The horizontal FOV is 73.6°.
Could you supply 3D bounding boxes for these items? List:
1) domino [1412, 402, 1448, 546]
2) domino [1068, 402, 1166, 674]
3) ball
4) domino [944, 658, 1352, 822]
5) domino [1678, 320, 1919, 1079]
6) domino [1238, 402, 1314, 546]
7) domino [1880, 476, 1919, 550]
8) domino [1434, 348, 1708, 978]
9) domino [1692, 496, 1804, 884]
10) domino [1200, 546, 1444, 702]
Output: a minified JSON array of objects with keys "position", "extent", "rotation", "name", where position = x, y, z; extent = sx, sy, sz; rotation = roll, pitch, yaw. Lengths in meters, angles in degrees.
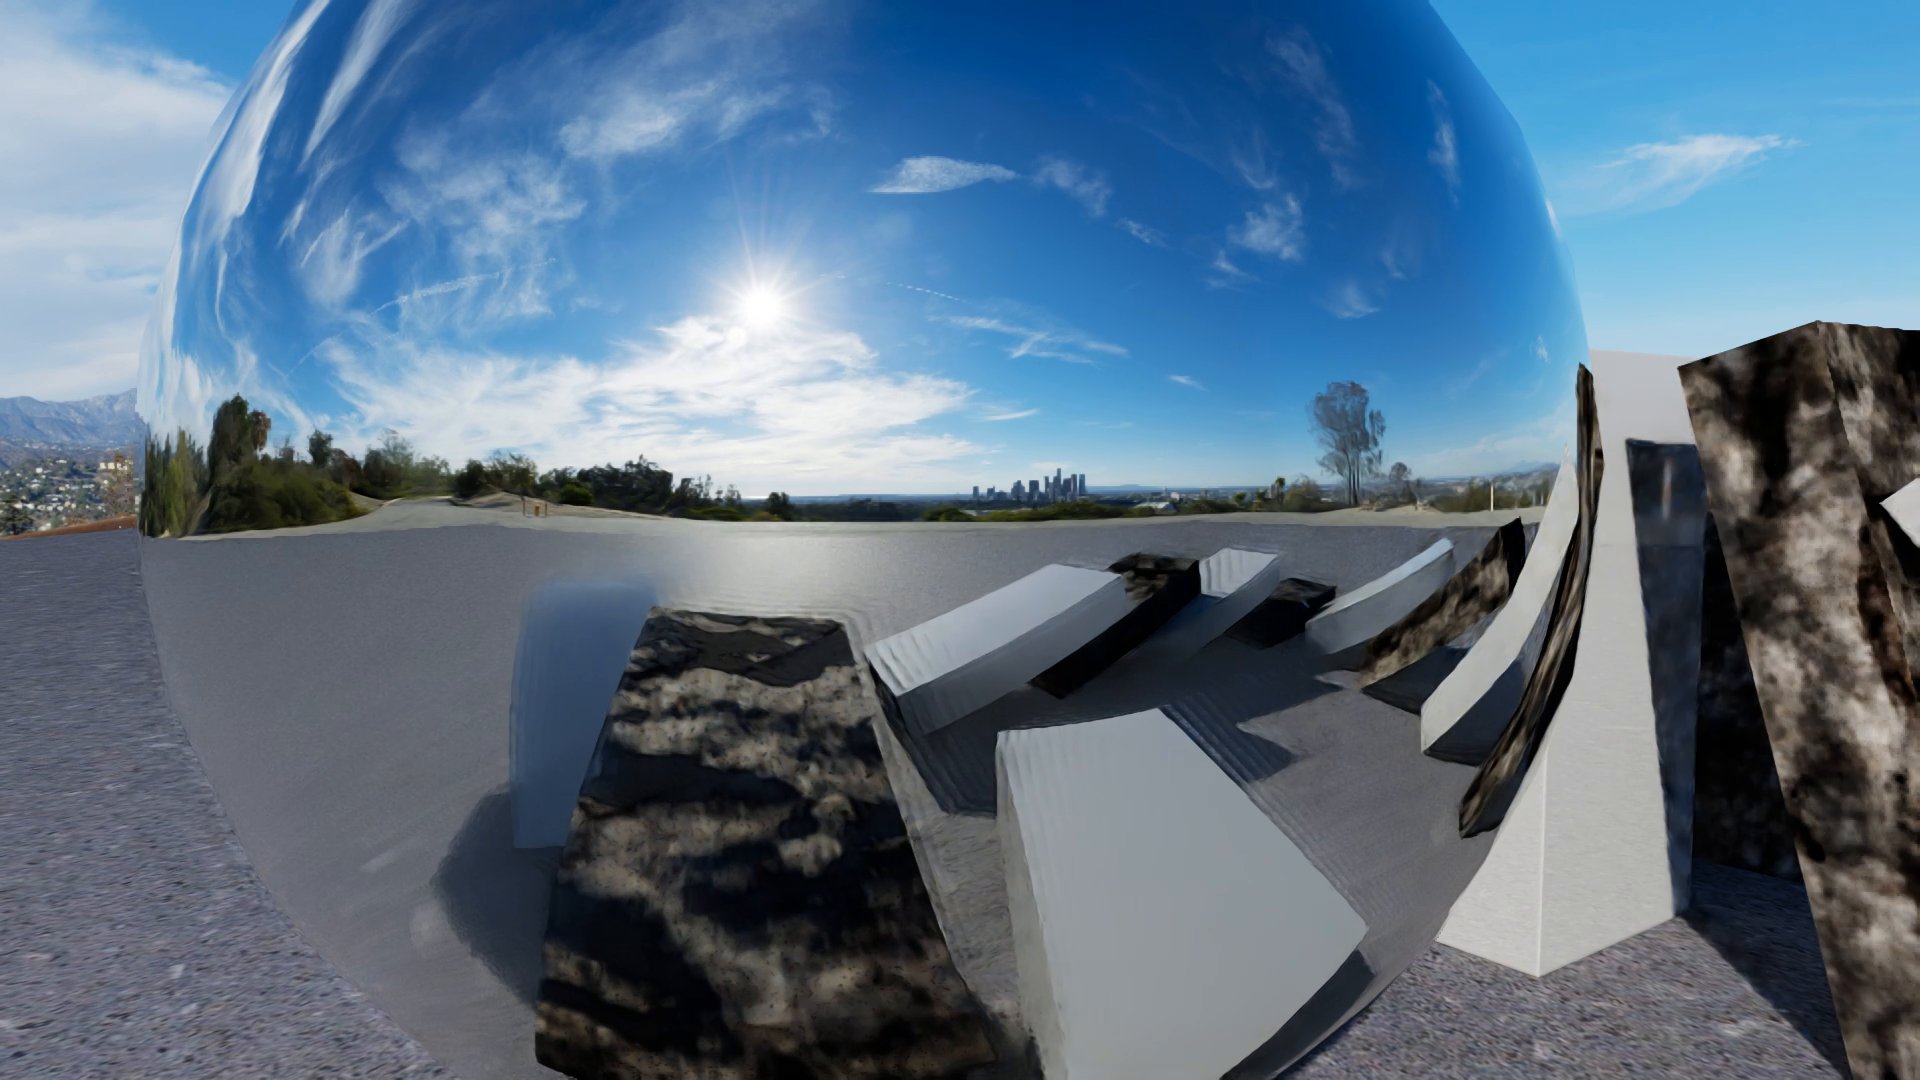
[{"position":[0.092,-0.001,0.245],"extent":[0.009,0.050,0.025],"rotation":[1,4,17],"name":"domino"},{"position":[0.030,-0.001,0.247],"extent":[0.010,0.050,0.025],"rotation":[-1,4,-15],"name":"domino"},{"position":[-0.004,-0.004,0.080],"extent":[0.080,0.080,0.080],"rotation":[0,4,0],"name":"ball"},{"position":[0.023,0.025,0.171],"extent":[0.025,0.010,0.050],"rotation":[-4,6,-39],"name":"domino"},{"position":[0.069,0.010,0.092],"extent":[0.025,0.050,0.009],"rotation":[-3,-11,-32],"name":"domino"},{"position":[0.061,-0.001,0.250],"extent":[0.009,0.050,0.025],"rotation":[0,4,3],"name":"domino"},{"position":[0.081,0.015,0.076],"extent":[0.025,0.050,0.009],"rotation":[-3,-34,-32],"name":"domino"},{"position":[0.054,0.009,0.112],"extent":[0.025,0.050,0.010],"rotation":[-3,5,-35],"name":"domino"},{"position":[0.080,0.008,0.132],"extent":[0.009,0.050,0.025],"rotation":[-3,5,-38],"name":"domino"},{"position":[0.066,0.014,0.217],"extent":[0.050,0.025,0.009],"rotation":[0,4,2],"name":"domino"}]
